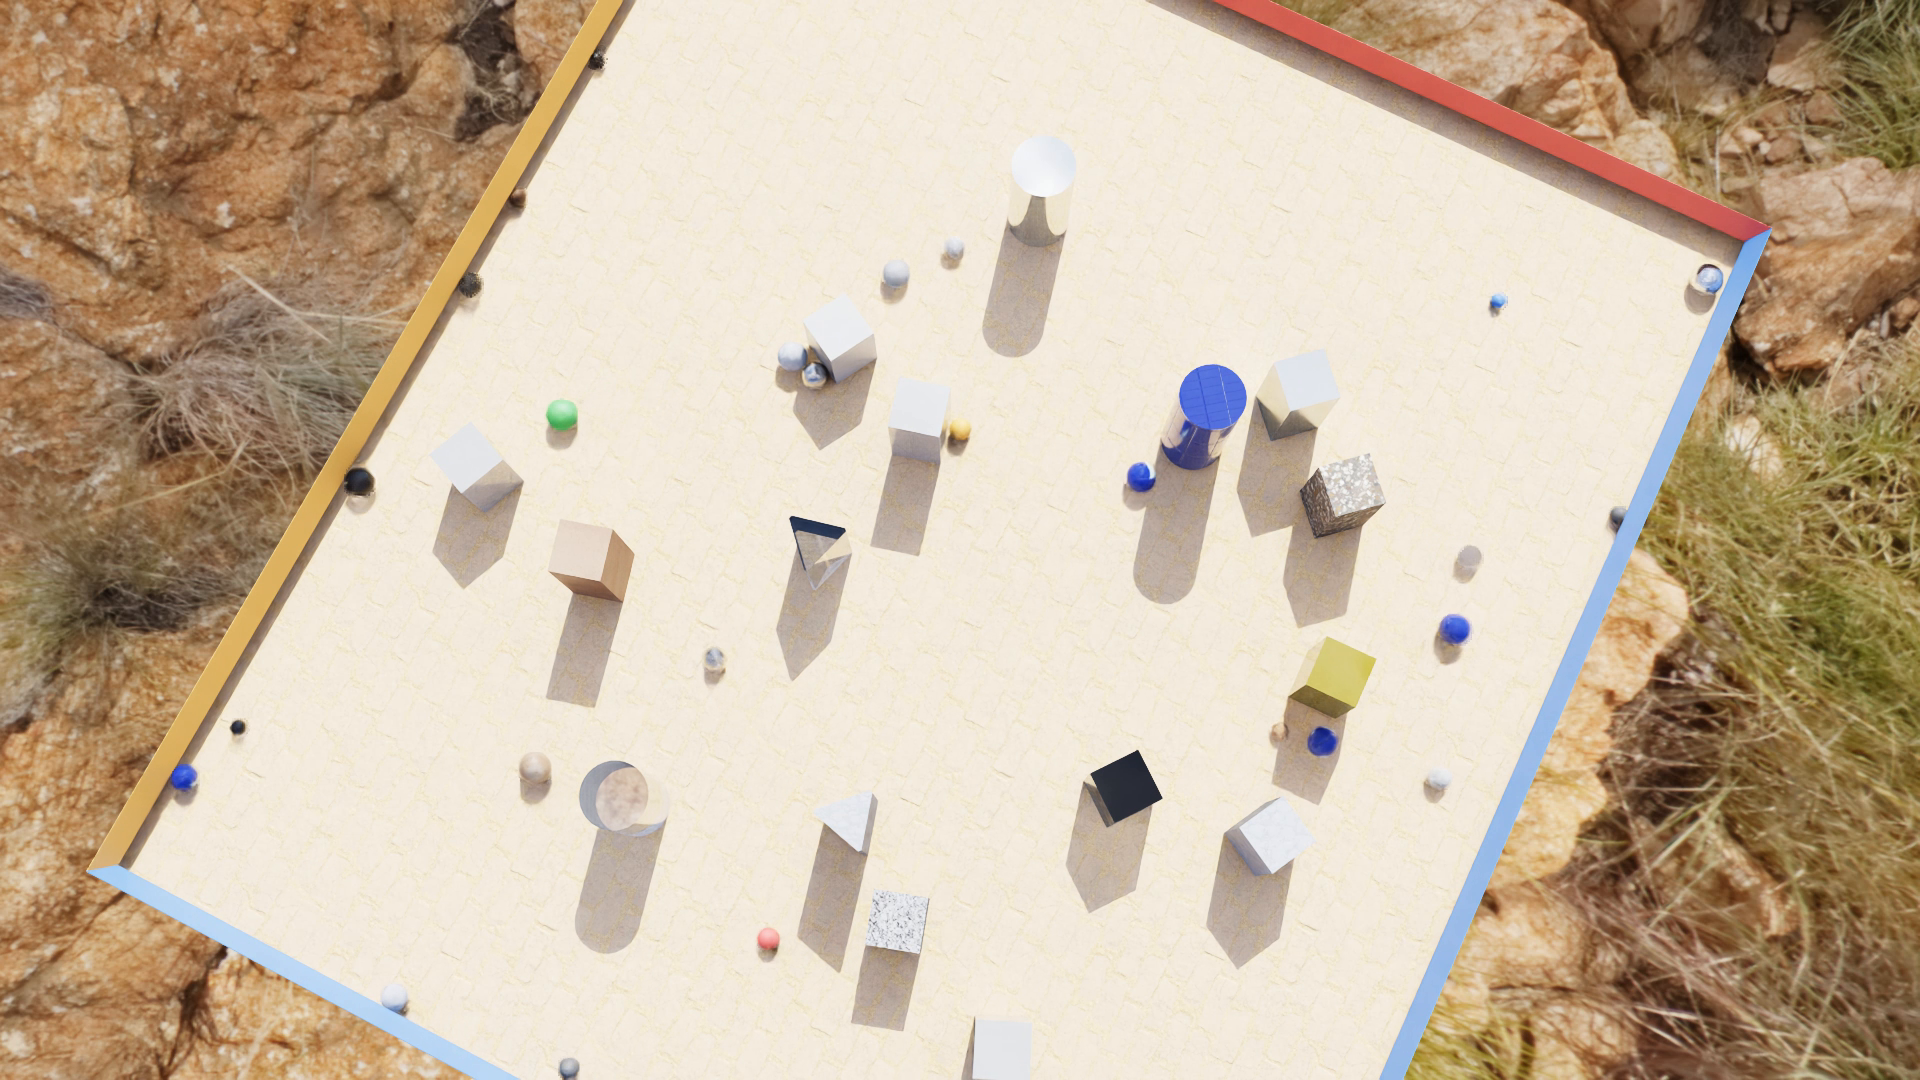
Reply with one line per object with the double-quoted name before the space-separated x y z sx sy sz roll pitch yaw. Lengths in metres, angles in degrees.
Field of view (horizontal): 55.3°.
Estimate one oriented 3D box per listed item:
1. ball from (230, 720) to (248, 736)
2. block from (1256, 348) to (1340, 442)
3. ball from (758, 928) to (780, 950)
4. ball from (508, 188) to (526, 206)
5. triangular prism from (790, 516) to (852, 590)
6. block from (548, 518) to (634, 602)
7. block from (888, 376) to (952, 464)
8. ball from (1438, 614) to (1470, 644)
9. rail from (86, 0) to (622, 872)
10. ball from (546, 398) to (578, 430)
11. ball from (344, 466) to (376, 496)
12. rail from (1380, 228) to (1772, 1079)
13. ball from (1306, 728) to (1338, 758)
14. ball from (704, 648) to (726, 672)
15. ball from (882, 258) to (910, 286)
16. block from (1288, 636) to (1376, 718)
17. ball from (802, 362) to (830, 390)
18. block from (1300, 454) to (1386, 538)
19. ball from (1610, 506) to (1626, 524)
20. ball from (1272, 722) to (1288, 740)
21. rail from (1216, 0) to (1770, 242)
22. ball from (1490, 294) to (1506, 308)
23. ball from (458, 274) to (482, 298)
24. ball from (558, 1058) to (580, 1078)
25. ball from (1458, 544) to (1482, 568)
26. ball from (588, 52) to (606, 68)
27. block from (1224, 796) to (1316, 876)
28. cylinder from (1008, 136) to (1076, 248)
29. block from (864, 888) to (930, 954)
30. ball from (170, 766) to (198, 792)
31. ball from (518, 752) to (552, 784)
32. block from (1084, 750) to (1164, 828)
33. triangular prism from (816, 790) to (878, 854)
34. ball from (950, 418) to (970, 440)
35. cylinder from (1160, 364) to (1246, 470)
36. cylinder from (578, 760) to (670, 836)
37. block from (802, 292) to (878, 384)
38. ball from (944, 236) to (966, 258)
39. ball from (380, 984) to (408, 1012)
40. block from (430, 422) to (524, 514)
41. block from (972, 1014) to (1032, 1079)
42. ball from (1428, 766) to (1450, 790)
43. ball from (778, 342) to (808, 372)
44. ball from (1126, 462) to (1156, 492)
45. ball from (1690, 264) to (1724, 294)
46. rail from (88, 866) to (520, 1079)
"ball" -2.156 0.561 5.476 0.048 0.048 0.048 0 78 0
"block" 1.016 -0.434 5.529 0.155 0.347 0.155 -16 79 -3
"ball" -0.557 1.162 5.343 0.064 0.064 0.064 0 78 0
"ball" -1.404 -1.087 5.813 0.057 0.057 0.057 0 78 0
"triangular prism" -0.440 0.013 5.452 0.145 0.316 0.168 43 81 8
"block" -1.086 0.065 5.416 0.155 0.366 0.155 11 79 2
"block" -0.119 -0.356 5.522 0.155 0.330 0.155 12 79 2
"ball" 1.488 0.268 5.513 0.095 0.095 0.095 0 78 0
"rail" -1.604 -0.779 5.712 0.045 0.126 4.016 26 80 5
"ball" -1.226 -0.387 5.647 0.097 0.097 0.097 0 78 0
"ball" -1.836 -0.179 5.607 0.091 0.091 0.091 0 78 0
"rail" 1.604 0.792 5.387 0.045 0.126 4.016 26 80 5
"ball" 1.077 0.601 5.446 0.090 0.090 0.090 0 78 0
"ball" -0.736 0.360 5.506 0.071 0.071 0.071 0 78 0
"ball" -0.200 -0.837 5.746 0.087 0.087 0.087 0 78 0
"block" 1.090 0.406 5.381 0.155 0.296 0.155 25 79 5
"ball" -0.449 -0.508 5.678 0.086 0.086 0.086 0 78 0
"block" 1.141 -0.129 5.481 0.155 0.317 0.155 -15 79 -3
"ball" 2.016 -0.075 5.605 0.053 0.053 0.053 0 78 0
"ball" 0.956 0.570 5.472 0.051 0.051 0.051 0 78 0
"rail" 0.888 -1.732 5.910 3.634 0.126 0.045 26 80 5
"ball" 1.688 -0.750 5.748 0.046 0.046 0.046 0 78 0
"ball" -1.535 -0.797 5.745 0.072 0.072 0.072 0 78 0
"ball" -1.124 1.518 5.273 0.058 0.058 0.058 0 78 0
"ball" 1.549 0.051 5.569 0.073 0.073 0.073 0 78 0
"ball" -1.171 -1.549 5.910 0.053 0.053 0.053 0 78 0
"block" 0.890 0.856 5.283 0.155 0.307 0.155 -35 80 -7
"cylinder" 0.248 -1.065 5.625 0.194 0.416 0.194 0 78 0
"block" -0.178 1.093 5.258 0.155 0.258 0.155 9 78 2
"ball" -2.298 0.706 5.431 0.077 0.077 0.077 0 78 0
"ball" -1.258 0.675 5.428 0.096 0.096 0.096 0 78 0
"block" 0.471 0.725 5.322 0.155 0.284 0.155 -26 79 -5
"triangular prism" -0.293 0.788 5.257 0.168 0.384 0.145 40 81 8
"ball" 0.000 -0.340 5.653 0.067 0.067 0.067 0 78 0
"cylinder" 0.720 -0.359 5.446 0.194 0.479 0.194 0 78 0
"cylinder" -0.959 0.747 5.265 0.194 0.385 0.194 0 78 0
"block" -0.366 -0.615 5.619 0.155 0.245 0.155 -34 80 -7
"ball" -0.018 -0.924 5.773 0.069 0.069 0.069 0 78 0
"ball" -1.636 1.324 5.303 0.077 0.077 0.077 0 78 0
"block" -1.453 -0.216 5.522 0.155 0.272 0.155 -41 81 -8
"block" 0.116 1.426 5.158 0.155 0.321 0.155 3 78 1
"ball" 1.421 0.705 5.436 0.068 0.068 0.068 0 78 0
"ball" -0.520 -0.569 5.687 0.093 0.093 0.093 0 78 0
"ball" 0.554 -0.194 5.610 0.092 0.092 0.092 0 78 0
"ball" 2.340 -0.816 5.736 0.097 0.097 0.097 0 78 0
"rail" -0.888 1.745 5.190 3.634 0.126 0.045 26 80 5
